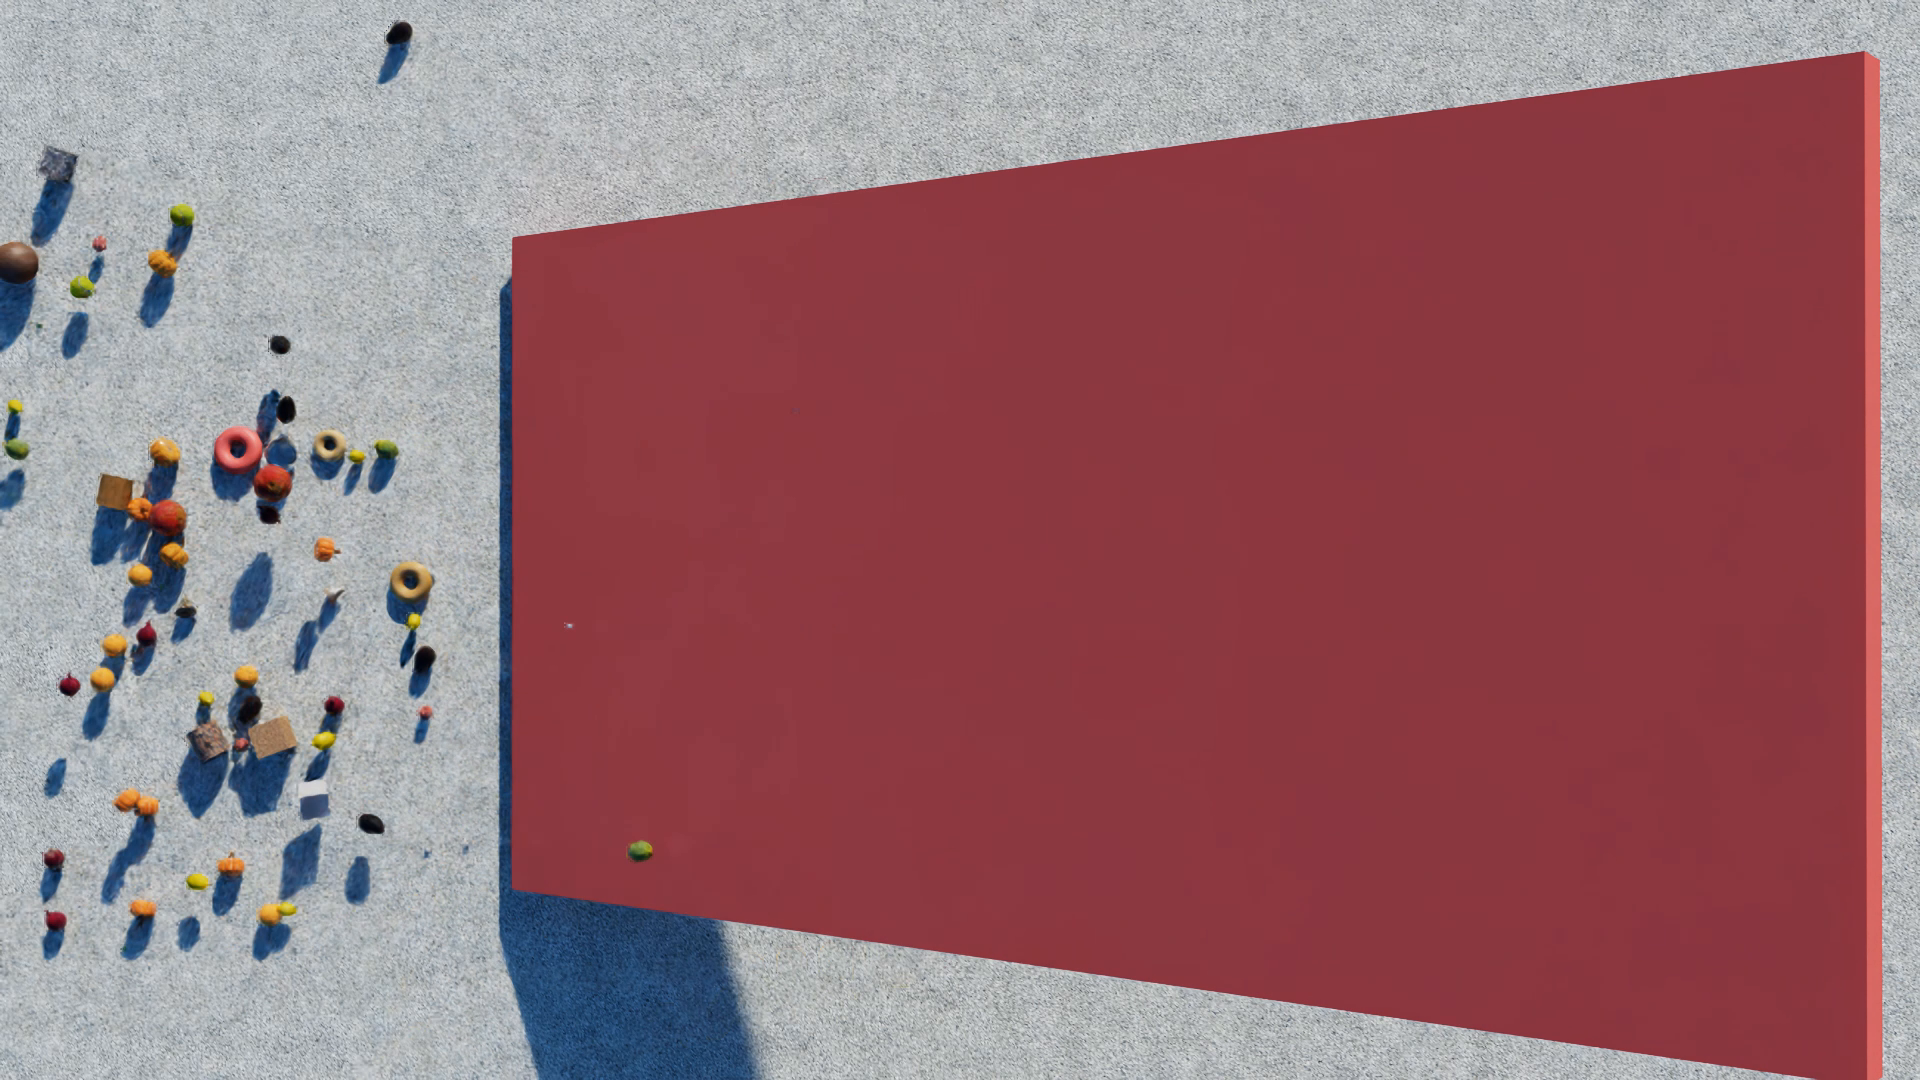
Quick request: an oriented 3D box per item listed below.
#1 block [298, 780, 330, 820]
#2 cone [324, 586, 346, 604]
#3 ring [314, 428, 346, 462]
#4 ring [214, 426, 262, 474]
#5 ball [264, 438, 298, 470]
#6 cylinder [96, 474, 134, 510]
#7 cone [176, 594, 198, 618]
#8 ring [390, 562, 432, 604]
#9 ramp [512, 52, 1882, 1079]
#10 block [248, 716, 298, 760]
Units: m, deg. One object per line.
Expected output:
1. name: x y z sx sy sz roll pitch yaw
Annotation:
1. block: -1.973 0.793 6.713 0.083 0.083 0.083 -8 117 -18
2. cone: -1.922 0.159 6.791 0.057 0.057 0.057 -24 90 3
3. ring: -1.950 -0.292 6.807 0.104 0.035 0.104 0 92 4
4. ring: -2.231 -0.278 6.799 0.150 0.050 0.150 0 86 2
5. ball: -2.091 -0.263 6.775 0.098 0.098 0.098 0 90 0
6. cylinder: -2.604 -0.147 6.776 0.094 0.094 0.094 12 90 0
7. cone: -2.397 0.195 6.807 0.065 0.065 0.065 -14 63 0
8. ring: -1.698 0.131 6.800 0.132 0.044 0.132 0 92 3
9. ramp: 0.218 0.063 5.534 4.000 0.100 2.000 0 90 39
10. block: -2.116 0.608 6.769 0.099 0.099 0.099 -21 90 0
